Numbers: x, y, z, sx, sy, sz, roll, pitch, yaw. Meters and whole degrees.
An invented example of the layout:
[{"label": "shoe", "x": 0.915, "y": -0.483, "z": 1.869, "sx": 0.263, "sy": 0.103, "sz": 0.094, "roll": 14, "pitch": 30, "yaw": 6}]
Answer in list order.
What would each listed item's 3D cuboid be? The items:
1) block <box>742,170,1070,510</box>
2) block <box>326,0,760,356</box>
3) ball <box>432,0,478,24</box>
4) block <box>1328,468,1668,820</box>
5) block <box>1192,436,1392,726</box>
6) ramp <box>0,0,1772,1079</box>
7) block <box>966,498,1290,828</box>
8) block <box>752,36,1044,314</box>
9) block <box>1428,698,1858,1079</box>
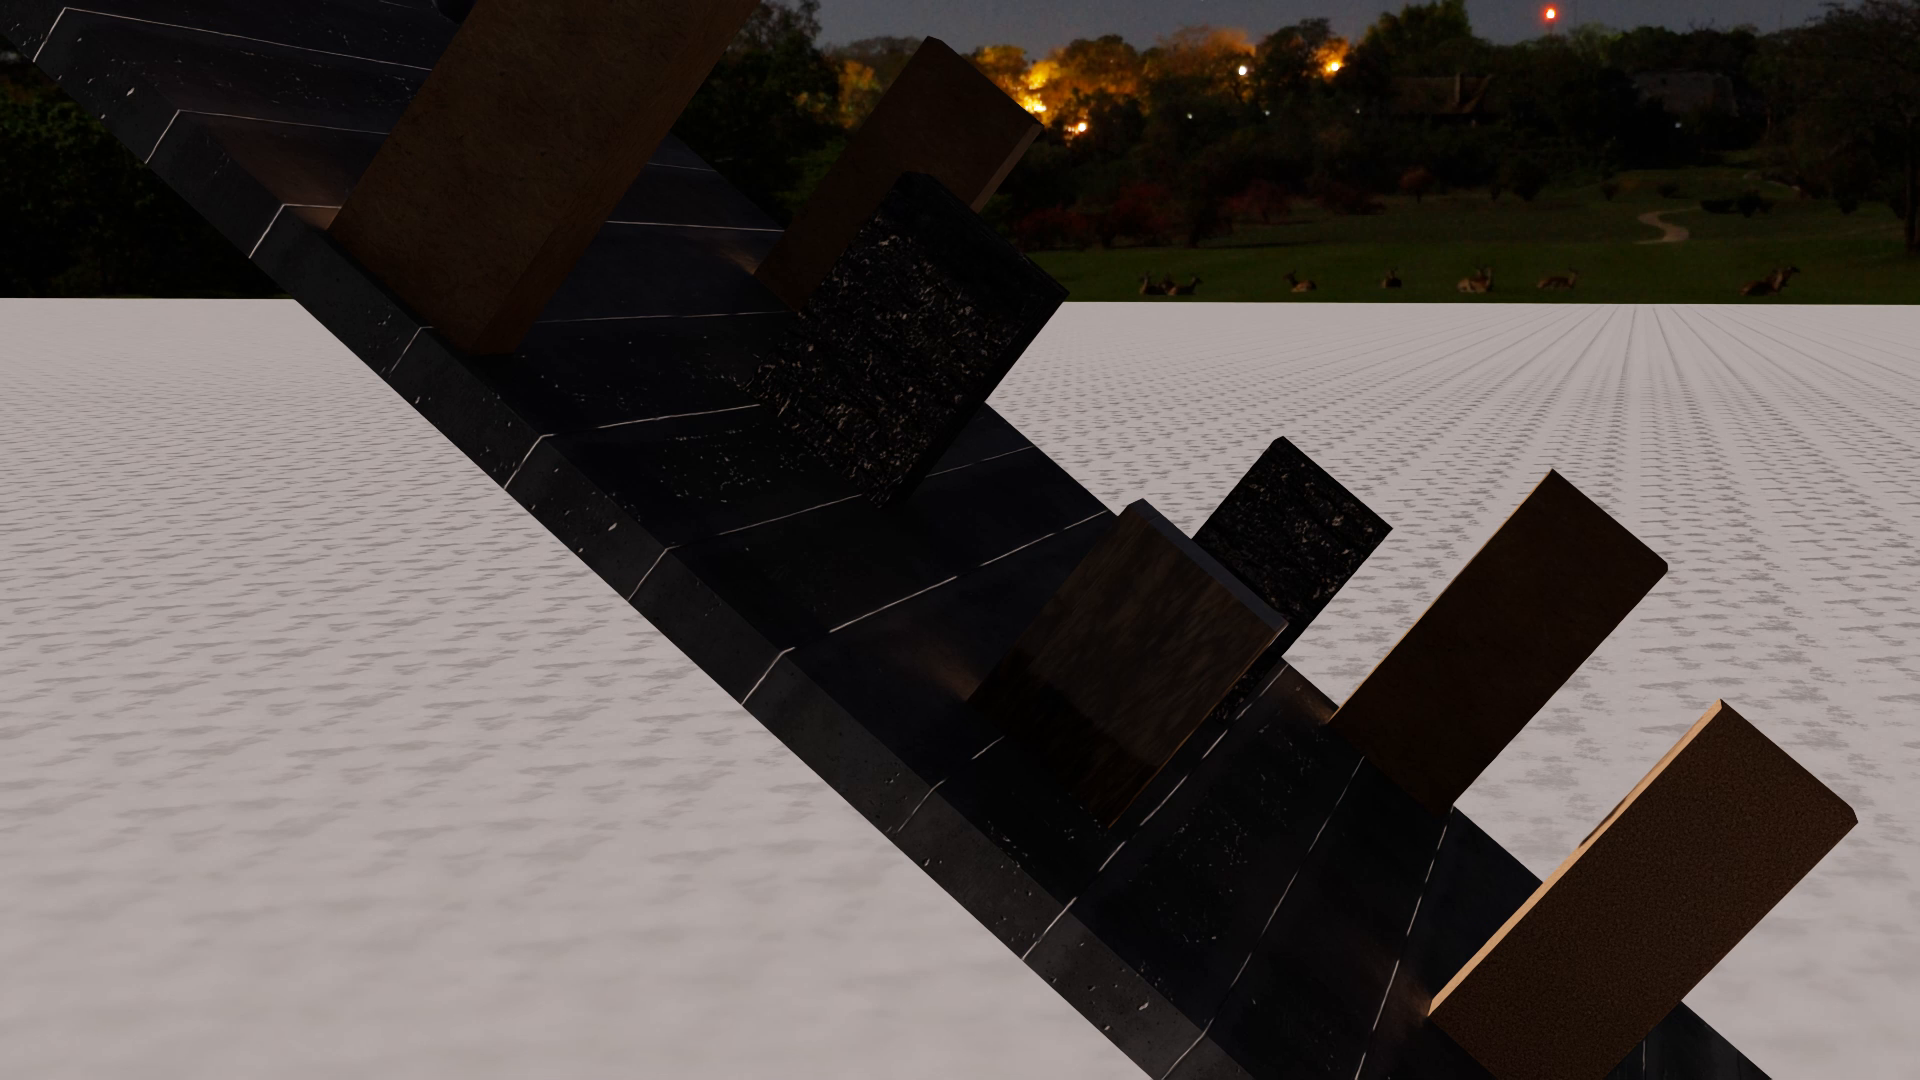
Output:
[{"label": "block", "x": -0.098, "y": -0.354, "z": 3.913, "sx": 0.334, "sy": 0.490, "sz": 0.149, "roll": 41, "pitch": 16, "yaw": 9}, {"label": "block", "x": -0.577, "y": -0.661, "z": 3.191, "sx": 0.290, "sy": 0.773, "sz": 0.142, "roll": 41, "pitch": 16, "yaw": 9}, {"label": "ball", "x": -0.974, "y": -1.123, "z": 4.405, "sx": 0.188, "sy": 0.188, "sz": 0.188, "roll": 0, "pitch": 7, "yaw": 0}, {"label": "block", "x": 1.125, "y": 0.220, "z": 4.622, "sx": 0.305, "sy": 0.704, "sz": 0.123, "roll": 41, "pitch": 16, "yaw": 9}, {"label": "block", "x": 0.555, "y": 0.077, "z": 4.174, "sx": 0.271, "sy": 0.482, "sz": 0.106, "roll": 41, "pitch": 16, "yaw": 9}, {"label": "ramp", "x": -0.010, "y": 0.060, "z": 4.045, "sx": 4.000, "sy": 0.100, "sz": 2.000, "roll": 41, "pitch": 16, "yaw": 9}, {"label": "block", "x": 0.255, "y": 0.188, "z": 3.365, "sx": 0.294, "sy": 0.402, "sz": 0.105, "roll": 41, "pitch": 16, "yaw": 9}, {"label": "block", "x": -0.131, "y": -0.701, "z": 4.553, "sx": 0.285, "sy": 0.617, "sz": 0.091, "roll": 41, "pitch": 16, "yaw": 9}, {"label": "block", "x": 1.082, "y": 0.600, "z": 3.521, "sx": 0.263, "sy": 0.690, "sz": 0.093, "roll": 41, "pitch": 16, "yaw": 9}]
